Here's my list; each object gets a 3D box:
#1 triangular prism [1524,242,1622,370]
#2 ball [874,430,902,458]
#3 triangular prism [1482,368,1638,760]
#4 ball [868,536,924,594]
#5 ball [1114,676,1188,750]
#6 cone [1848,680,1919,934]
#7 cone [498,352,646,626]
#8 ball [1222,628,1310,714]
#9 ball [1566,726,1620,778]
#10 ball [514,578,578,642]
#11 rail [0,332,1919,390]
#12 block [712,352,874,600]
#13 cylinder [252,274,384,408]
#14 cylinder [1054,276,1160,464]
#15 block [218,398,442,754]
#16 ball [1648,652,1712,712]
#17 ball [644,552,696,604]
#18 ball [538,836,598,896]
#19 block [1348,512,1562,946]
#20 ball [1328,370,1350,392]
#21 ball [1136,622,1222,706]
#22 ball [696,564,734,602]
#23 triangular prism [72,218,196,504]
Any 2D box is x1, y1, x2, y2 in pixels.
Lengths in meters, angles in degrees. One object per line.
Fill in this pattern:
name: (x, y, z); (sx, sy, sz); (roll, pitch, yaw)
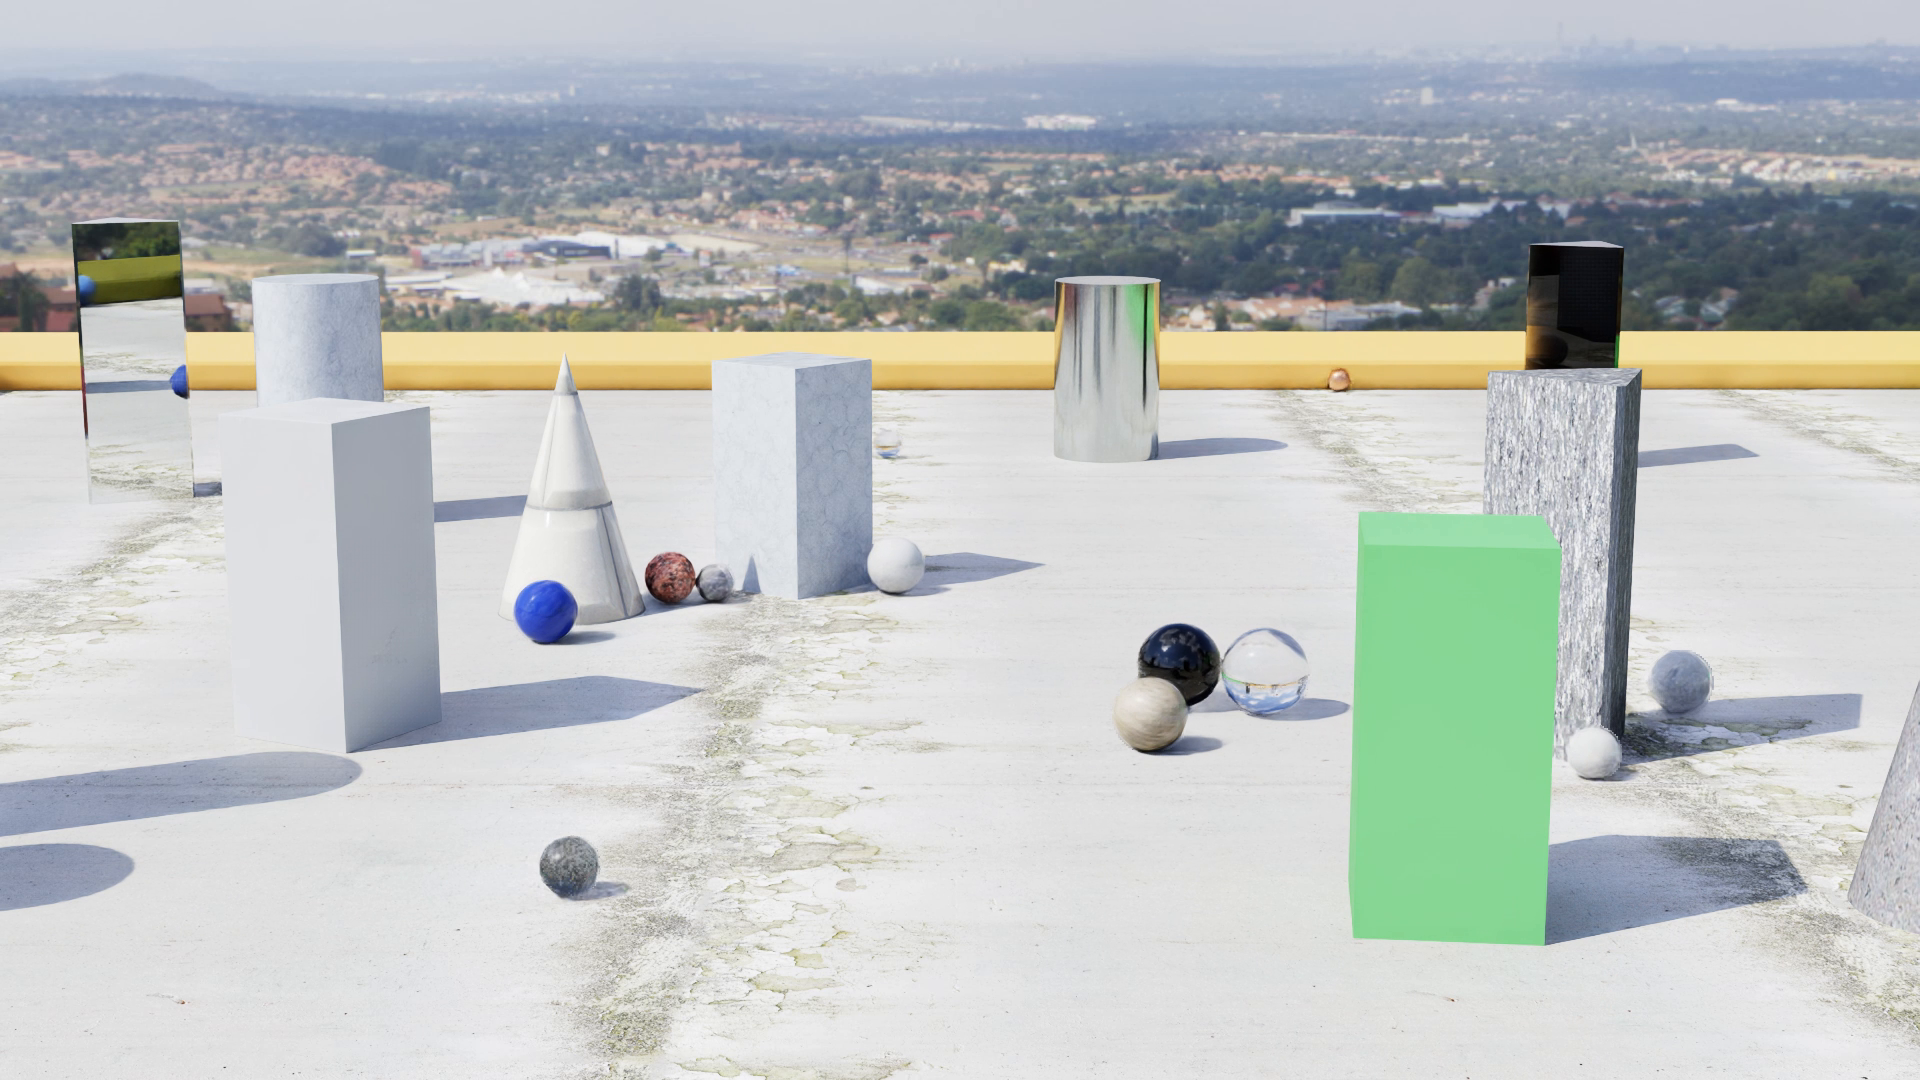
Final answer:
triangular prism: (1.148, -0.345, 4.737); (0.171, 0.404, 0.148); (6, 12, 29)
ball: (-0.136, -0.180, 4.815); (0.053, 0.053, 0.053); (0, 10, 0)
triangular prism: (0.676, 0.021, 2.763); (0.148, 0.404, 0.171); (-9, 14, -39)
ball: (-0.090, 0.035, 3.580); (0.079, 0.079, 0.079); (0, 10, 0)
ball: (0.205, 0.187, 2.759); (0.080, 0.080, 0.080); (0, 10, 0)
cone: (0.882, 0.116, 2.210); (0.198, 0.419, 0.198); (0, 10, 0)
cone: (-0.525, -0.078, 3.439); (0.198, 0.353, 0.198); (0, 10, 0)
ball: (0.346, 0.149, 2.912); (0.099, 0.099, 0.099); (0, 10, 0)
ball: (0.655, 0.220, 2.653); (0.053, 0.053, 0.053); (0, 10, 0)
ball: (-0.529, 0.090, 3.278); (0.081, 0.081, 0.081); (0, 10, 0)
rail: (-0.014, -0.403, 5.807); (4.465, 0.129, 0.045); (0, 10, 0)
block: (-0.235, -0.095, 3.619); (0.158, 0.320, 0.158); (8, 13, 38)
cylinder: (-1.026, -0.223, 4.118); (0.198, 0.392, 0.198); (0, 10, 0)
cylinder: (0.276, -0.323, 4.824); (0.198, 0.330, 0.198); (0, 10, 0)
block: (-0.690, 0.034, 2.822); (0.158, 0.357, 0.158); (6, 12, 28)
ball: (0.819, 0.162, 2.922); (0.070, 0.070, 0.070); (0, 10, 0)
ball: (-0.397, 0.052, 3.516); (0.070, 0.070, 0.070); (0, 10, 0)
ball: (-0.347, 0.290, 2.278); (0.053, 0.053, 0.053); (0, 10, 0)
block: (0.421, 0.158, 2.205); (0.158, 0.338, 0.158); (1, 11, 7)
ball: (0.856, -0.360, 5.791); (0.051, 0.051, 0.051); (0, 10, 0)
ball: (0.251, 0.143, 2.944); (0.098, 0.098, 0.098); (0, 10, 0)
ball: (-0.337, 0.059, 3.526); (0.051, 0.051, 0.051); (0, 10, 0)
triangular prism: (-1.416, -0.309, 4.368); (0.171, 0.469, 0.148); (-5, 12, -25)
